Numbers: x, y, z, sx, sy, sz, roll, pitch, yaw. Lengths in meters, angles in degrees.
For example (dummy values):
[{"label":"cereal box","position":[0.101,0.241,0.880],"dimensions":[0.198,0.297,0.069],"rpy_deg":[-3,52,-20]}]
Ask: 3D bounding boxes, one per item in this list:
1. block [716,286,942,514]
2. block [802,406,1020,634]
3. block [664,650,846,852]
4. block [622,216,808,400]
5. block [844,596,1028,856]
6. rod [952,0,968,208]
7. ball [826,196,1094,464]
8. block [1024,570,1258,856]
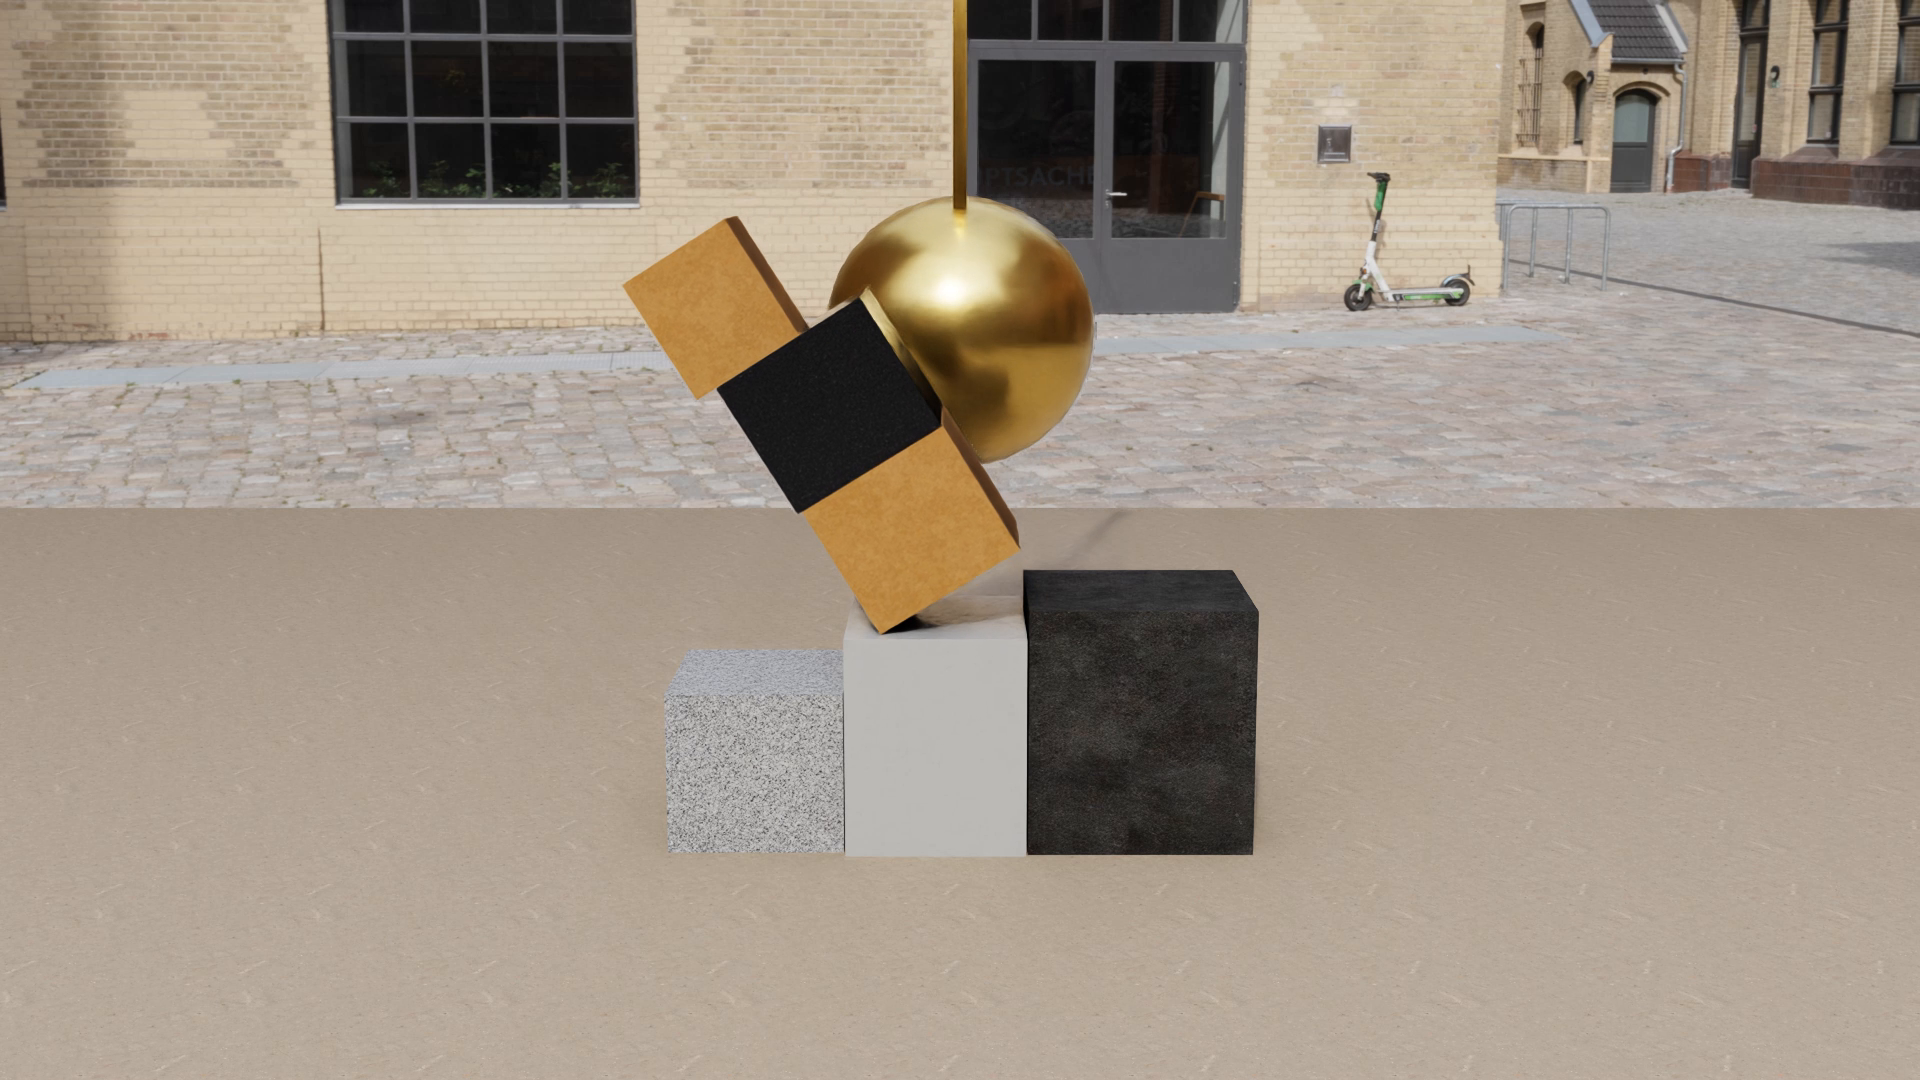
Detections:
[{"label":"block","position":[-0.635,-0.721,11.068],"dimensions":[0.827,0.729,0.848],"rpy_deg":[-32,9,6]},{"label":"block","position":[-0.235,-0.118,11.148],"dimensions":[0.807,0.718,0.842],"rpy_deg":[-31,9,6]},{"label":"block","position":[-1.018,1.074,11.392],"dimensions":[0.879,0.811,0.982],"rpy_deg":[0,10,0]},{"label":"block","position":[-1.213,-1.173,11.002],"dimensions":[0.594,0.660,0.688],"rpy_deg":[-32,9,5]},{"label":"block","position":[-0.120,0.935,11.340],"dimensions":[0.898,1.104,1.054],"rpy_deg":[0,10,0]},{"label":"rod","position":[0.000,-4.164,11.337],"dimensions":[0.080,5.200,0.080],"rpy_deg":[0,31,0]},{"label":"ball","position":[0.000,-1.235,13.064],"dimensions":[1.600,1.600,1.600],"rpy_deg":[0,10,0]},{"label":"block","position":[0.898,0.864,11.350],"dimensions":[1.119,1.239,1.054],"rpy_deg":[0,10,0]}]
